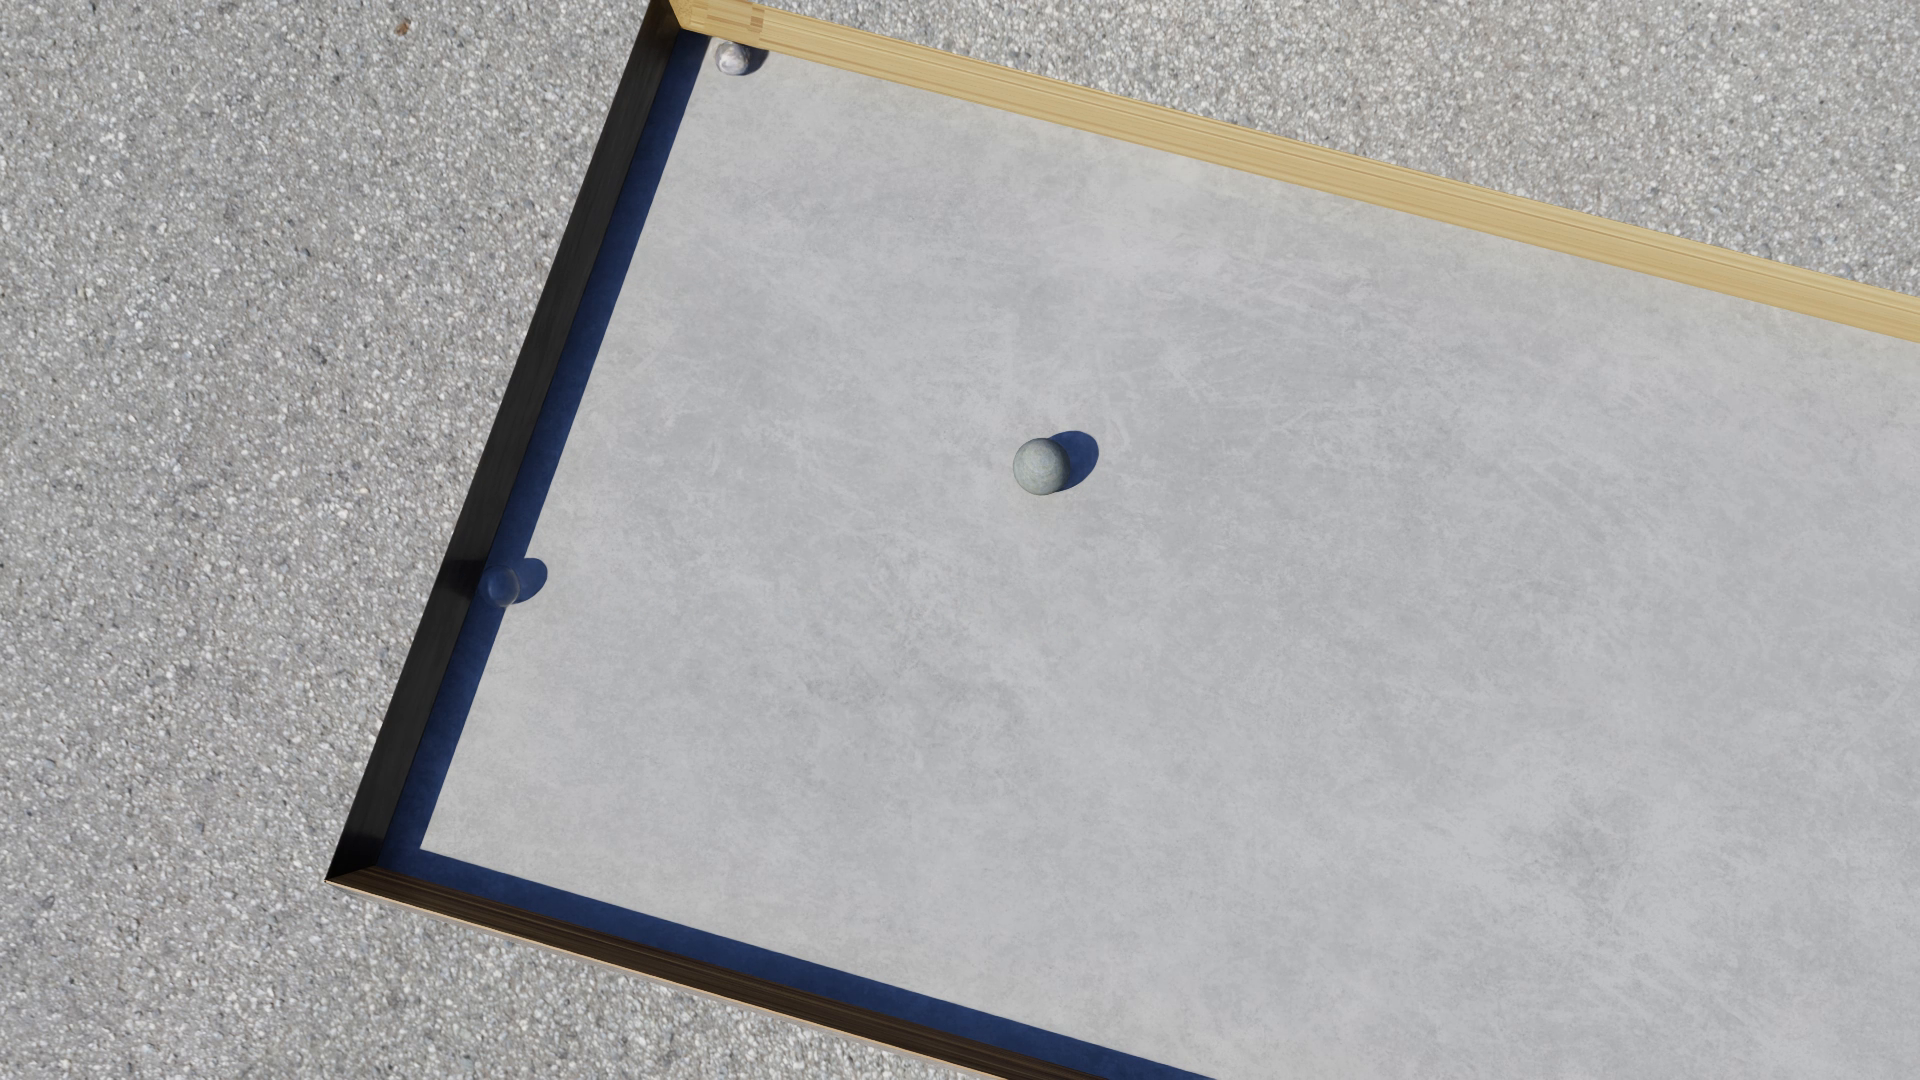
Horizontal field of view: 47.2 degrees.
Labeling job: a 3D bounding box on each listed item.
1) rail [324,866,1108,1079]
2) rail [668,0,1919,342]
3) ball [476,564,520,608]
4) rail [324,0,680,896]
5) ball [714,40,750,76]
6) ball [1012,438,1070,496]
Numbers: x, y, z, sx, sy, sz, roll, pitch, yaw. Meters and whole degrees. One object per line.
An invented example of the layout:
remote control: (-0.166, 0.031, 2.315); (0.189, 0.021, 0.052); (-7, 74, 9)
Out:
rail: (0.499, 0.866, 3.092); (2.920, 0.117, 0.045); (15, 73, 5)
rail: (0.905, -0.497, 3.517); (2.920, 0.117, 0.045); (15, 73, 5)
ball: (-0.706, 0.071, 3.368); (0.066, 0.066, 0.066); (0, 73, 0)
rail: (-0.679, -0.191, 3.422); (0.045, 0.117, 1.532); (15, 73, 5)
ball: (-0.378, -0.799, 3.644); (0.058, 0.058, 0.058); (0, 73, 0)
ball: (0.127, -0.114, 3.413); (0.090, 0.090, 0.090); (0, 73, 0)
